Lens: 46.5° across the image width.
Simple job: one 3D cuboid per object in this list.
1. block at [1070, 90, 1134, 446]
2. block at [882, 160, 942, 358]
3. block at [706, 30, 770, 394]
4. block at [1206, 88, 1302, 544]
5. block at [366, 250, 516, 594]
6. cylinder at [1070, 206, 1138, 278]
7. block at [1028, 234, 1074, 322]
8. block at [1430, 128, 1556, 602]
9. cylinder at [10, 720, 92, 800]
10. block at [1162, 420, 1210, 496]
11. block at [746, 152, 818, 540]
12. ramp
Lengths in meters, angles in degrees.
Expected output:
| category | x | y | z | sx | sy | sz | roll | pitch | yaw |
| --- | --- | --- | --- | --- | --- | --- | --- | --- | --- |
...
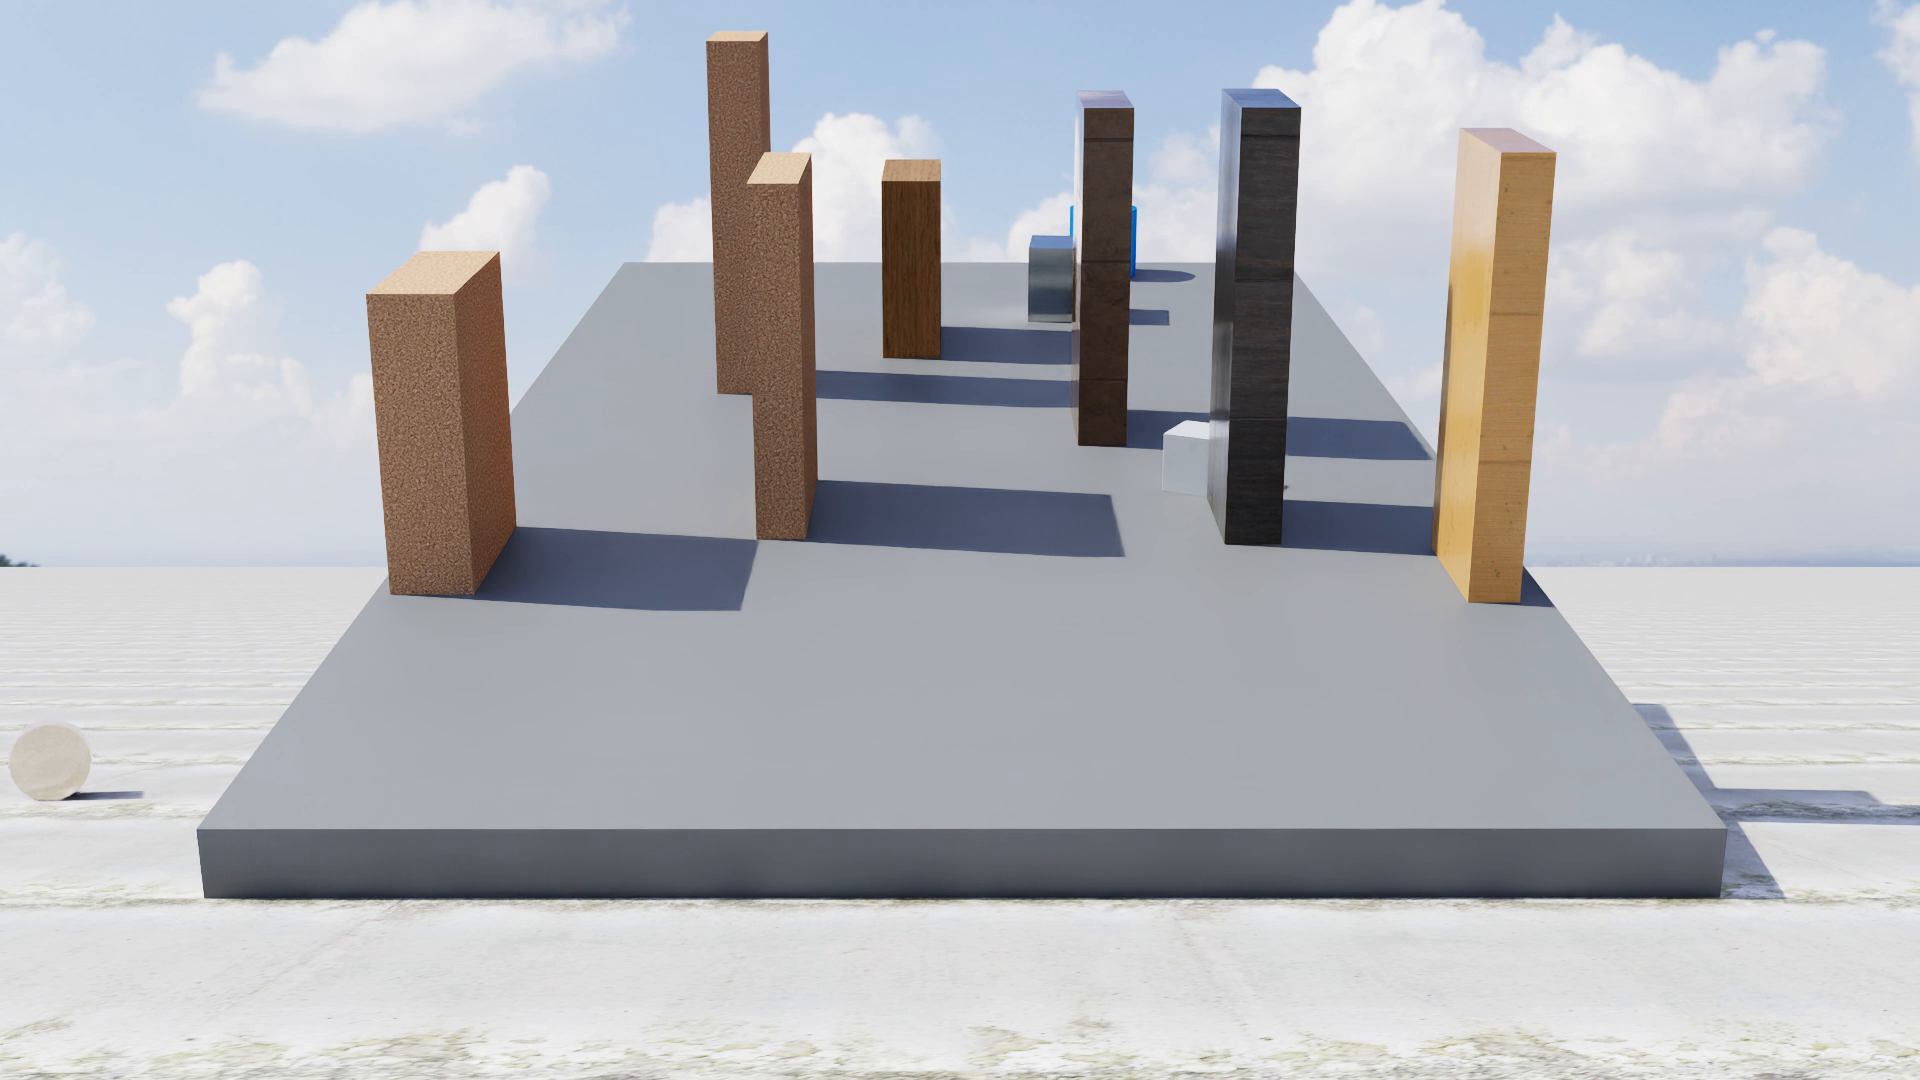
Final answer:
| category | x | y | z | sx | sy | sz | roll | pitch | yaw |
| --- | --- | --- | --- | --- | --- | --- | --- | --- | --- |
| block | 0.301 | -0.585 | 4.770 | 0.102 | 0.707 | 0.316 | 0 | 18 | 0 |
| block | -0.120 | -0.713 | 5.619 | 0.142 | 0.436 | 0.372 | 0 | 18 | 0 |
| block | -0.502 | -0.757 | 5.157 | 0.116 | 0.799 | 0.255 | 0 | 18 | 0 |
| block | 0.534 | -0.412 | 4.096 | 0.103 | 0.789 | 0.297 | 0 | 18 | 0 |
| block | -0.900 | -0.214 | 3.911 | 0.143 | 0.519 | 0.392 | 0 | 18 | 0 |
| cylinder | 0.417 | -0.874 | 6.522 | 0.195 | 0.195 | 0.195 | 0 | 18 | 0 |
| block | 0.286 | -0.700 | 5.971 | 0.197 | 0.197 | 0.197 | 1 | 18 | 4 |
| block | 0.902 | -0.301 | 3.802 | 0.088 | 0.756 | 0.308 | 0 | 18 | 0 |
| cylinder | -1.712 | 0.414 | 4.205 | 0.141 | 0.141 | 0.141 | 0 | -1 | -21 |
| block | 0.477 | -0.161 | 4.414 | 0.116 | 0.116 | 0.116 | 9 | 20 | 26 |
| block | -0.329 | -0.372 | 4.190 | 0.090 | 0.653 | 0.395 | 0 | 18 | 0 |
| ramp | -0.003 | -0.182 | 4.835 | 2.000 | 0.100 | 4.000 | 0 | 18 | 0 |
